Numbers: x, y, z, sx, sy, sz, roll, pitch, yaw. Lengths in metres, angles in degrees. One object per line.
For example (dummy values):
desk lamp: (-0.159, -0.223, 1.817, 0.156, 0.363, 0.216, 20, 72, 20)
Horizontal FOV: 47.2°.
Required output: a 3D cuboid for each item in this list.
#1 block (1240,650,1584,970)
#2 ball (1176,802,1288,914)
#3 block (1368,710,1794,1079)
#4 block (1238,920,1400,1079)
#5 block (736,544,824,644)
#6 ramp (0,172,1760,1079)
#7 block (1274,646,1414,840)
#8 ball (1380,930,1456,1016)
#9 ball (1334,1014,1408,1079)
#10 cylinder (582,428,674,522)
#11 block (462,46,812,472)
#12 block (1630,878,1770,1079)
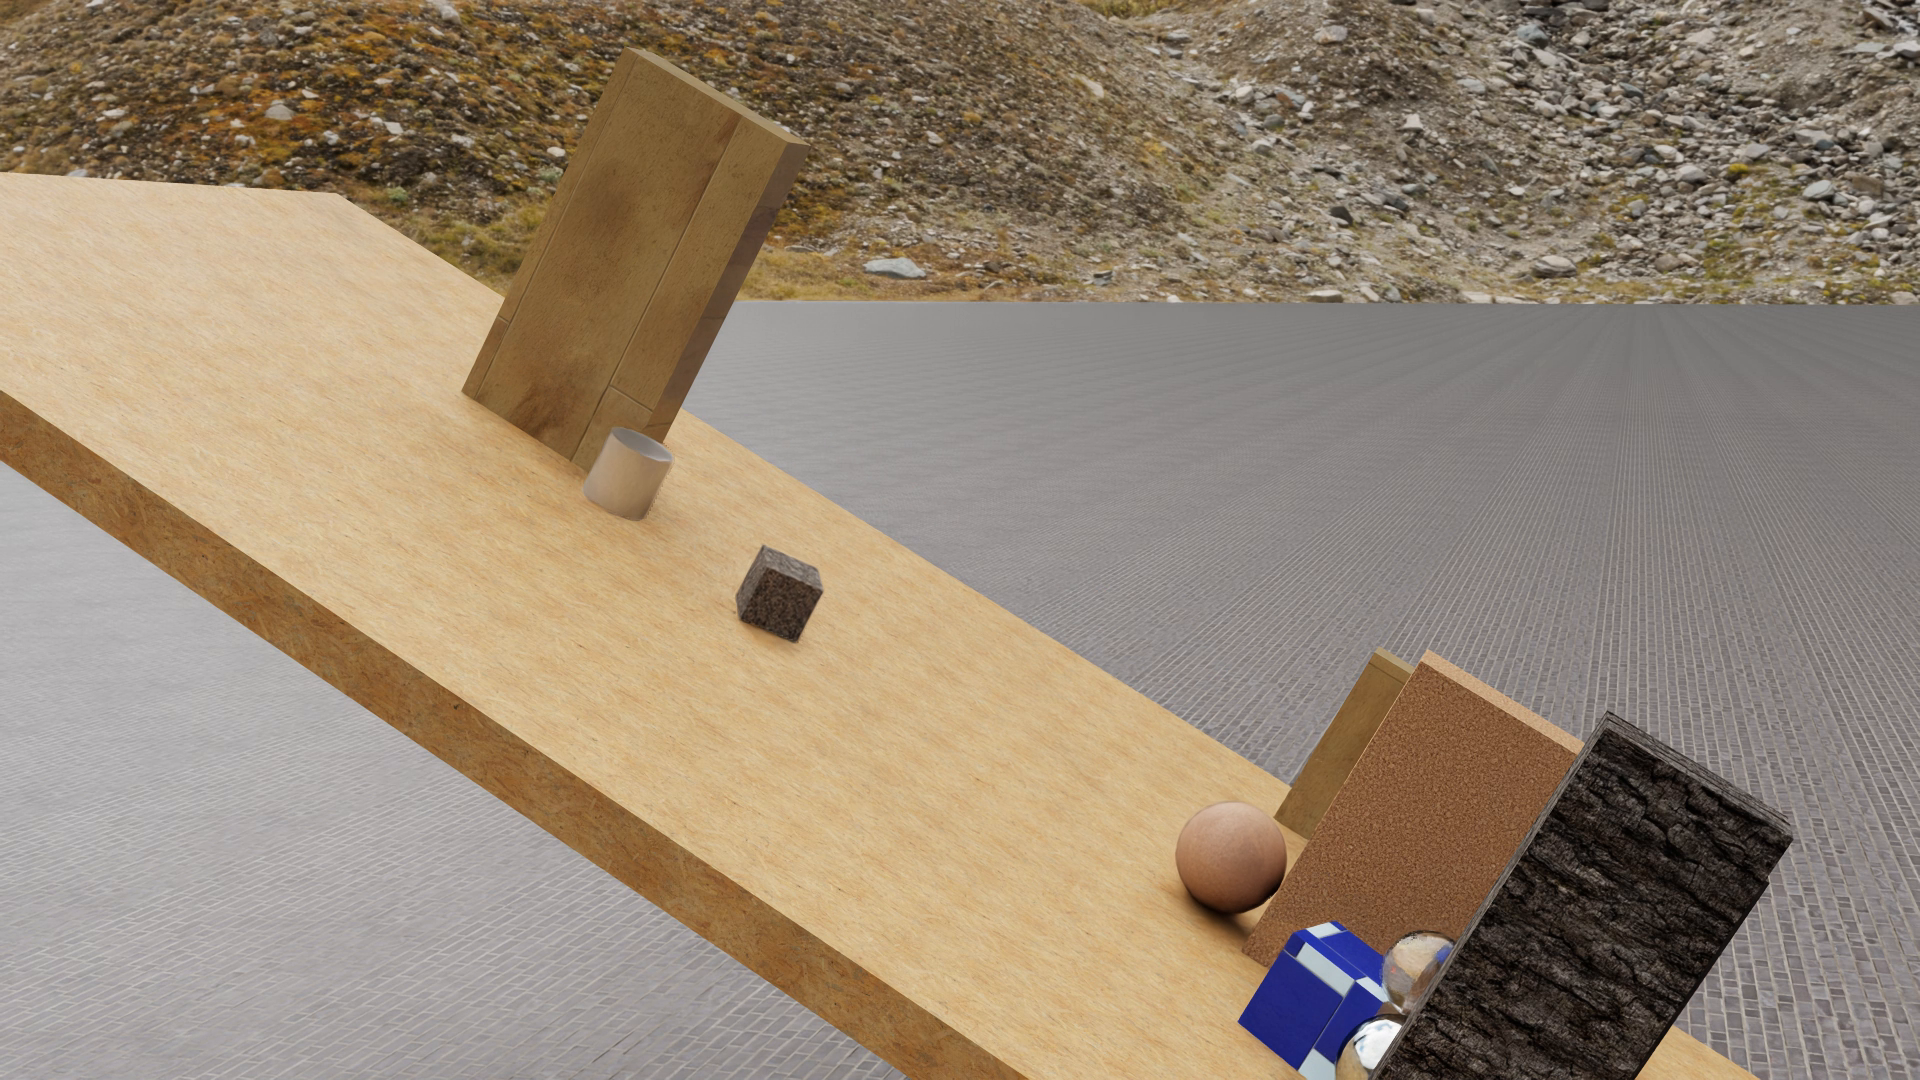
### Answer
block: (0.783, 0.536, 3.822, 0.309, 0.612, 0.125, 32, 15, 11)
ball: (0.491, 0.574, 3.974, 0.201, 0.201, 0.201, 0, 7, 0)
block: (0.843, 0.658, 3.157, 0.285, 0.788, 0.128, 32, 15, 11)
block: (0.605, 0.759, 3.593, 0.181, 0.181, 0.181, 36, 16, 28)
block: (-0.345, 0.102, 4.184, 0.118, 0.118, 0.118, 24, 15, -18)
ramp: (-0.198, 0.326, 4.135, 4.000, 0.100, 2.000, 32, 15, 11)
block: (0.945, 0.513, 4.599, 0.416, 0.420, 0.081, 32, 15, 11)
ball: (0.734, 0.685, 3.455, 0.143, 0.143, 0.143, 0, 7, 0)
ball: (0.670, 0.825, 3.395, 0.184, 0.184, 0.184, 0, 7, 0)
cylinder: (-0.658, -0.131, 4.358, 0.136, 0.136, 0.136, 27, 14, -7)
block: (-0.662, -0.546, 4.462, 0.394, 0.787, 0.131, 32, 15, 11)
block: (0.957, 0.716, 3.436, 0.269, 0.659, 0.106, 32, 15, 11)
